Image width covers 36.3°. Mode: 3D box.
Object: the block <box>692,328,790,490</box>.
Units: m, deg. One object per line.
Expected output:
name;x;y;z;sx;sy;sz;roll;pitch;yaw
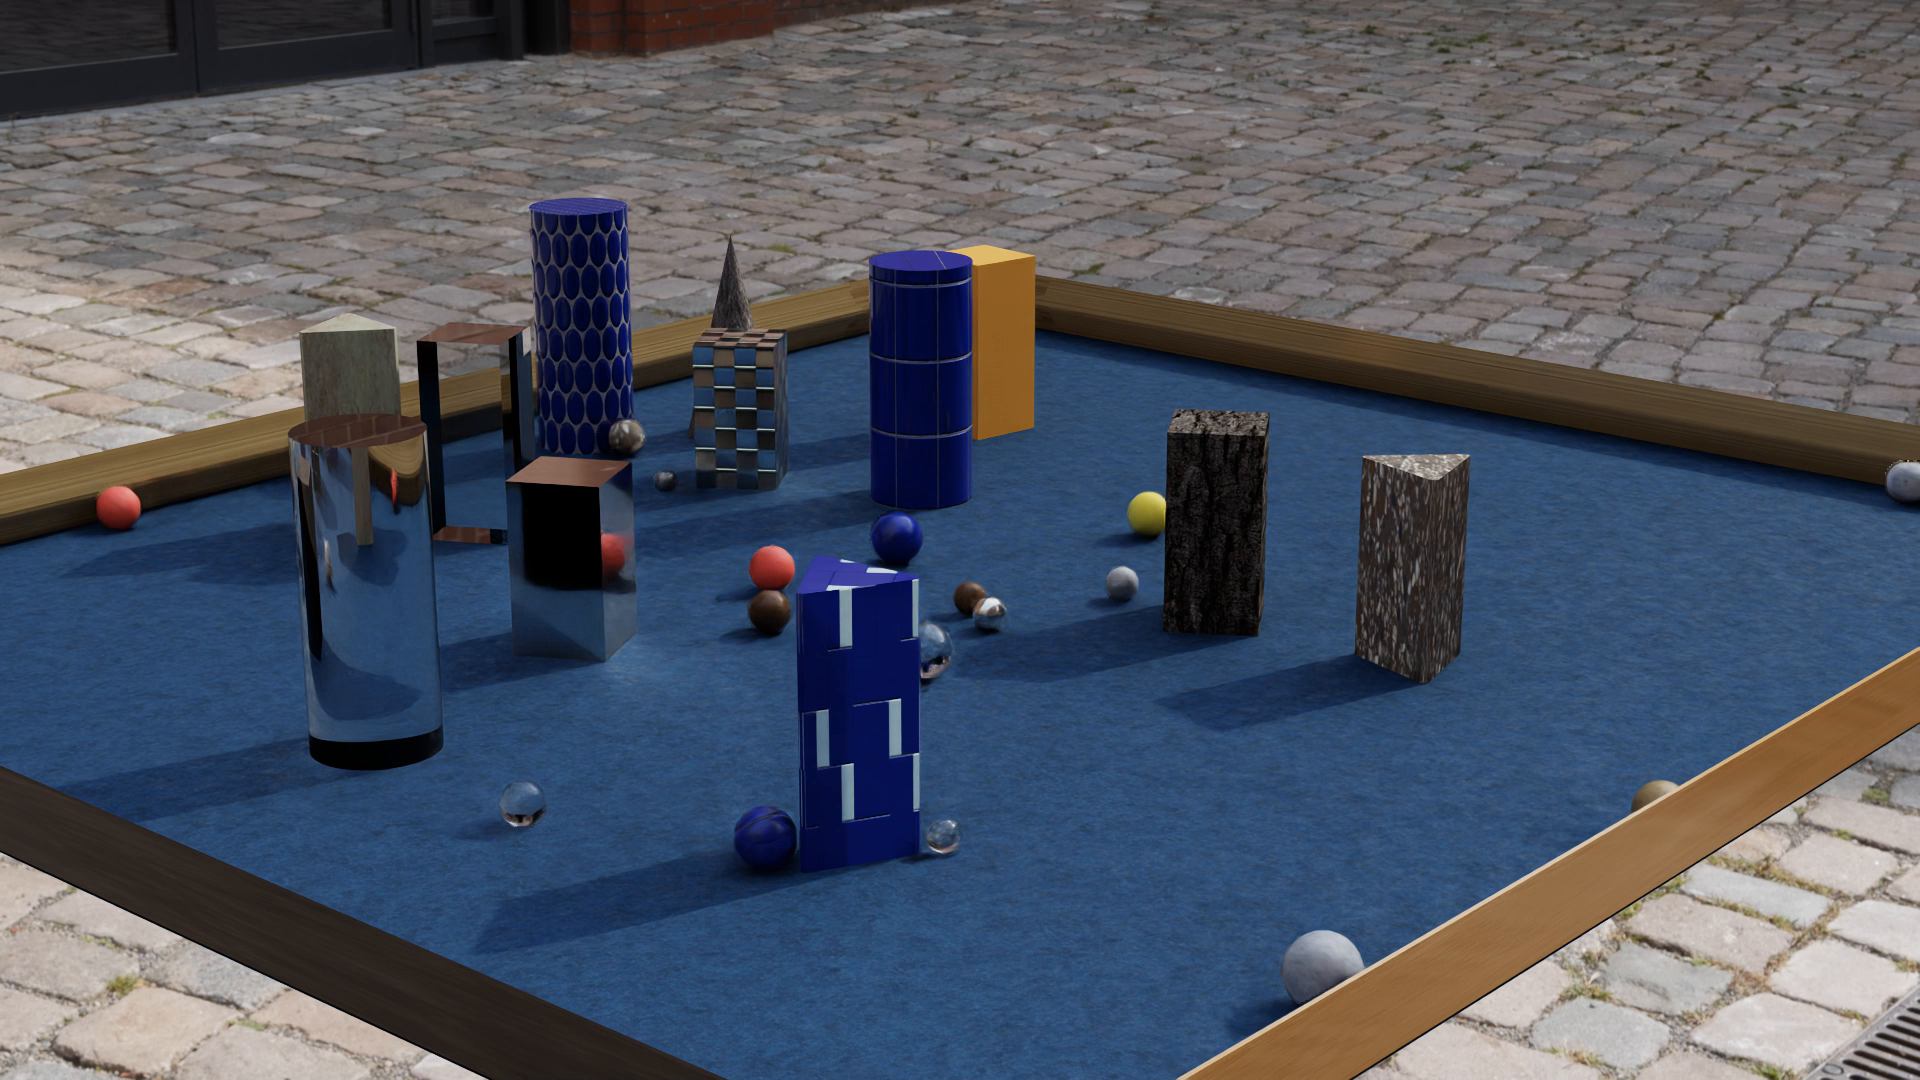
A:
block;-0.434;-0.262;5.825;0.160;0.288;0.160;2;17;6

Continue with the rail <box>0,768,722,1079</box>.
rail;-1.125;0.406;3.879;3.086;0.130;0.045;14;22;39

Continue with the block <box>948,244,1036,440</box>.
block;0.045;-0.420;6.204;0.160;0.372;0.160;-14;22;-39

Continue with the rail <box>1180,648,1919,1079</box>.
rail;1.147;0.320;4.166;0.045;0.130;3.478;14;22;39

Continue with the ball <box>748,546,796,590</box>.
ball;-0.330;0.050;5.150;0.081;0.081;0.081;0;17;0

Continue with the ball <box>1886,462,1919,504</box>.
ball;1.839;-0.112;5.688;0.081;0.081;0.081;0;17;0

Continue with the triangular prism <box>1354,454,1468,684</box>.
triangular prism;0.760;0.035;4.754;0.150;0.337;0.173;-10;20;-31

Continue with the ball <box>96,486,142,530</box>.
ball;-1.583;-0.061;5.516;0.082;0.082;0.082;0;17;0

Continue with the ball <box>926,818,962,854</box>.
ball;-0.022;0.405;4.024;0.050;0.050;0.050;0;17;0

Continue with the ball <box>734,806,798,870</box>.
ball;-0.263;0.403;3.969;0.086;0.086;0.086;0;17;0

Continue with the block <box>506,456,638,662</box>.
block;-0.639;0.030;4.842;0.160;0.297;0.160;4;17;12

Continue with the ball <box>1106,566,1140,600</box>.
ball;0.283;0.075;5.106;0.058;0.058;0.058;0;17;0

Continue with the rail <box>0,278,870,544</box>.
rail;-1.147;-0.255;6.073;0.045;0.130;3.478;14;22;39

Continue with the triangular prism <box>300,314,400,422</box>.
triangular prism;-1.140;-0.220;5.513;0.173;0.389;0.150;-3;17;-11

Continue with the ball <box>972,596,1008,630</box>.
ball;0.050;0.124;4.943;0.059;0.059;0.059;0;17;0

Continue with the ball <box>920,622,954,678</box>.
ball;-0.056;0.176;4.713;0.091;0.091;0.091;0;17;0

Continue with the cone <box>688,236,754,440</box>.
cone;-0.476;-0.430;6.142;0.200;0.428;0.200;0;17;0

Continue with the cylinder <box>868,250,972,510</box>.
cylinder;-0.075;-0.310;5.674;0.200;0.469;0.200;0;17;0

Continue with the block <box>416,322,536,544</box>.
block;-0.897;-0.200;5.462;0.160;0.379;0.160;4;17;12

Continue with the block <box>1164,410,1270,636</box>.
block;0.434;-0.031;4.957;0.160;0.347;0.160;3;17;9

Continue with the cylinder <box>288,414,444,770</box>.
cylinder;-0.879;0.076;4.351;0.200;0.493;0.200;0;17;0

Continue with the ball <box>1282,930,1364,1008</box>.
ball;0.439;0.522;3.548;0.100;0.100;0.100;0;17;0

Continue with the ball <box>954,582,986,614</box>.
ball;0.017;0.099;5.029;0.056;0.056;0.056;0;17;0

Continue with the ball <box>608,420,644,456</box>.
ball;-0.687;-0.211;6.027;0.074;0.074;0.074;0;17;0

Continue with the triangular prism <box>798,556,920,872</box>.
triangular prism;-0.163;0.230;4.005;0.173;0.396;0.150;-7;18;-23

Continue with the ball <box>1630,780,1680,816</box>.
ball;0.973;0.375;4.067;0.084;0.084;0.084;0;17;0

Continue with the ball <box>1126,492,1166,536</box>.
ball;0.352;-0.048;5.472;0.083;0.083;0.083;0;17;0

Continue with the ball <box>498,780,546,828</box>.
ball;-0.613;0.369;4.114;0.067;0.067;0.067;0;17;0

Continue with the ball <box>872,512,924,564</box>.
ball;-0.114;-0.003;5.303;0.094;0.094;0.094;0;17;0

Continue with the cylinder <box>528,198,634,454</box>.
cylinder;-0.780;-0.443;6.064;0.200;0.499;0.200;0;17;0

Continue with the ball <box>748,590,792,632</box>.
ball;-0.319;0.120;4.932;0.072;0.072;0.072;0;17;0

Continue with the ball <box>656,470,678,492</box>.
ball;-0.577;-0.117;5.768;0.044;0.044;0.044;0;17;0

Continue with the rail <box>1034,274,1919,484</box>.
rail;1.125;-0.341;6.360;3.086;0.130;0.045;14;22;39
